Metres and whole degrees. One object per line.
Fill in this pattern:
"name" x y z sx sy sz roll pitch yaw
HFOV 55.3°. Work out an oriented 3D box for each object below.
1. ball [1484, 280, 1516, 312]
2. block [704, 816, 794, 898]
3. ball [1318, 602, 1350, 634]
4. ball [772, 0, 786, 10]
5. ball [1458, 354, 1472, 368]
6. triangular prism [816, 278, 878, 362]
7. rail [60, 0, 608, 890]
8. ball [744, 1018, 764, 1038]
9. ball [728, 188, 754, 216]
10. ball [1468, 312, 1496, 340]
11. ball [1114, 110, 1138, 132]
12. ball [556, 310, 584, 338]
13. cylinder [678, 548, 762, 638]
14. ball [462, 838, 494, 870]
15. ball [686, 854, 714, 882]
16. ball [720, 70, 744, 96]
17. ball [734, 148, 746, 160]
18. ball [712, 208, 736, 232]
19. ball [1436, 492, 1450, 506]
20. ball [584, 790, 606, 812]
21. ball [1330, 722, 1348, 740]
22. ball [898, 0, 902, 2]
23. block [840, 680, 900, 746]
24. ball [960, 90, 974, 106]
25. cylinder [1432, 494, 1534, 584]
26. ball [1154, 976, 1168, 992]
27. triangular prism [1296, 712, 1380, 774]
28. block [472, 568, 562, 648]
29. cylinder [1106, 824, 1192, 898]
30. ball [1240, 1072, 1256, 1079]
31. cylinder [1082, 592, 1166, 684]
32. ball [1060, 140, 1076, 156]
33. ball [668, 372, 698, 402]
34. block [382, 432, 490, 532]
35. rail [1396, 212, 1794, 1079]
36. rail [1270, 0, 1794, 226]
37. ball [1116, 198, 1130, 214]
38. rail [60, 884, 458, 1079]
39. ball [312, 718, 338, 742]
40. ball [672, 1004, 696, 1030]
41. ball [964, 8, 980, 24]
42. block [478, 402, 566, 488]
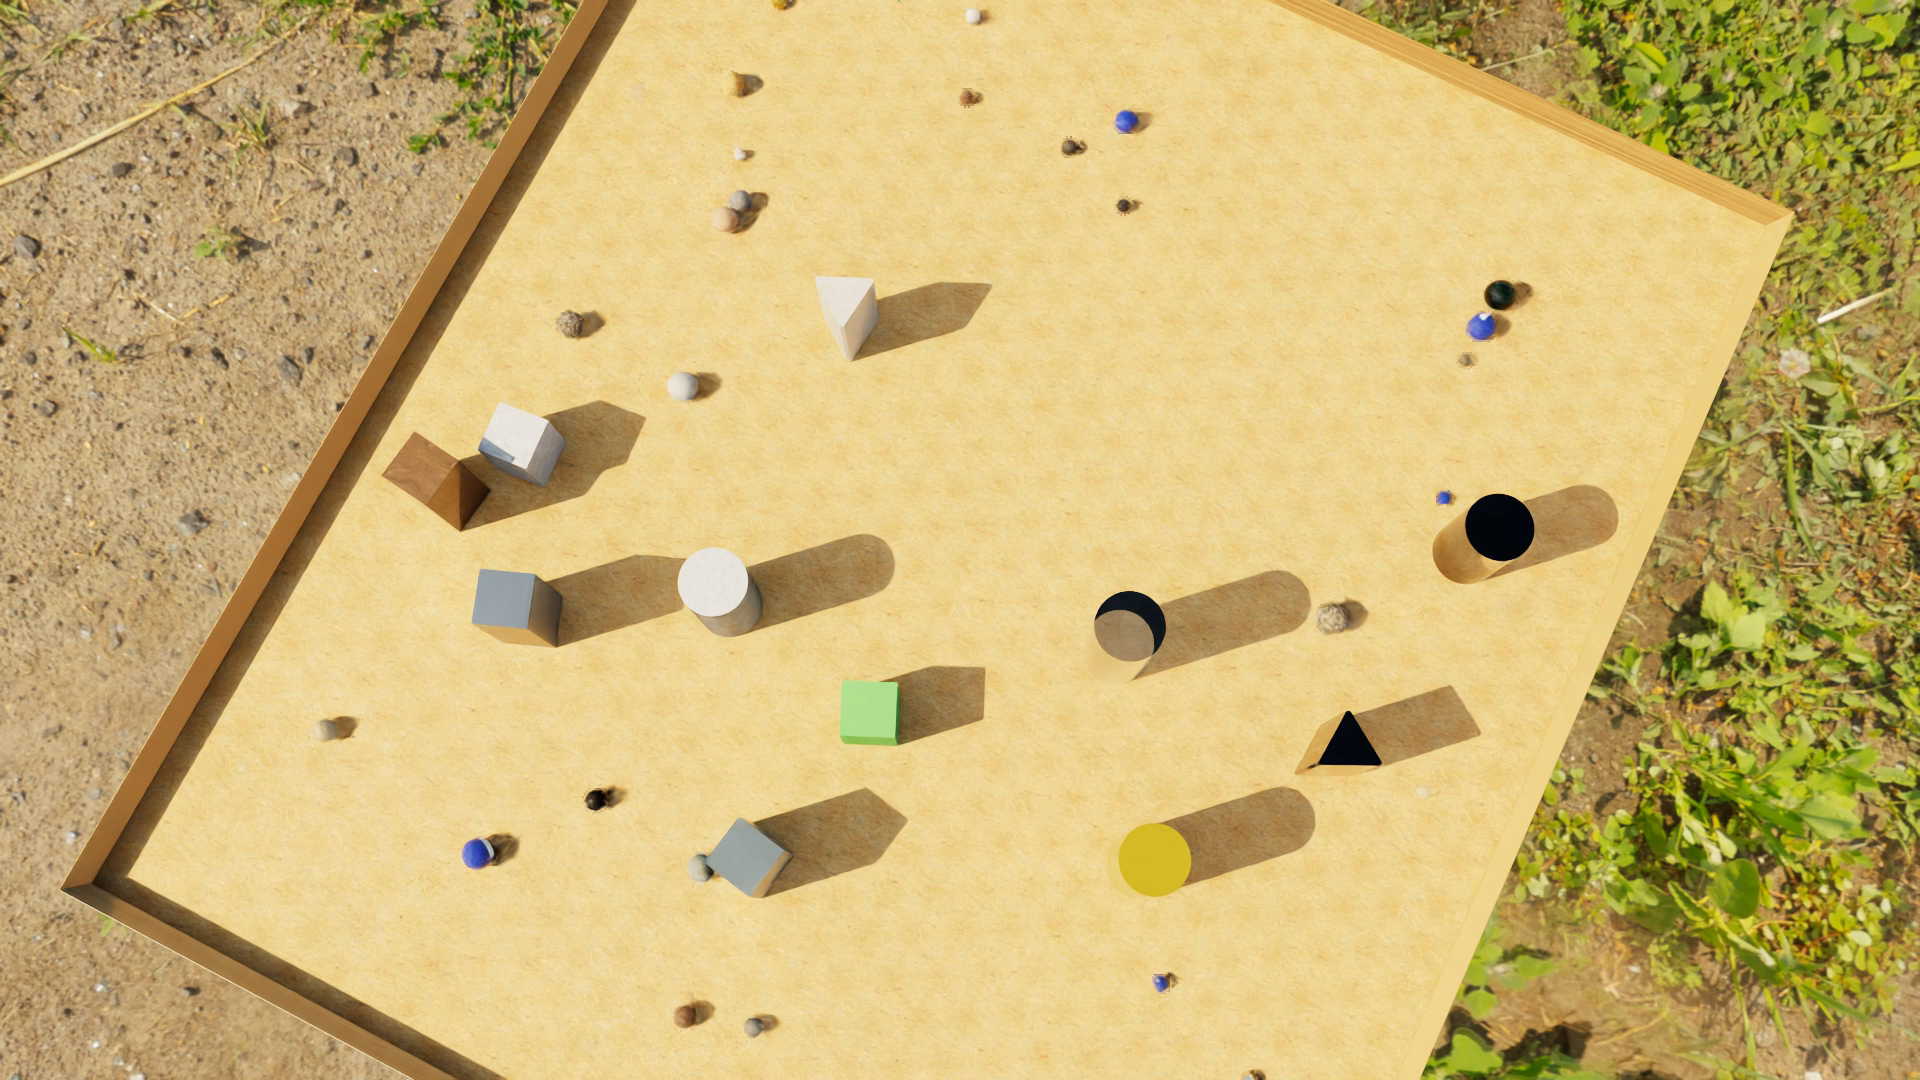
"ball" 1.687 -0.765 5.724 0.099 0.099 0.099 0 78 0
"block" -0.601 0.914 5.258 0.159 0.331 0.159 36 81 7
"ball" 1.125 0.237 5.518 0.097 0.097 0.097 0 78 0
"ball" -0.588 -1.749 5.955 0.047 0.047 0.047 0 78 0
"ball" 1.575 -0.559 5.711 0.042 0.042 0.042 0 78 0
"triangular prism" -0.364 -0.702 5.583 0.149 0.351 0.173 32 80 6
"rail" -1.641 -0.796 5.714 0.045 0.129 4.174 26 80 5
"ball" -0.597 1.408 5.296 0.057 0.057 0.057 0 78 0
"ball" -0.695 -1.071 5.800 0.083 0.083 0.083 0 78 0
"ball" 1.626 -0.665 5.709 0.088 0.088 0.088 0 78 0
"ball" 0.531 -1.340 5.857 0.073 0.073 0.073 0 78 0
"ball" -1.217 -0.672 5.713 0.085 0.085 0.085 0 78 0
"cylinder" -0.700 0.158 5.382 0.199 0.394 0.199 0 78 0
"ball" -1.416 0.921 5.378 0.094 0.094 0.094 0 78 0
"ball" -0.760 0.963 5.375 0.084 0.084 0.084 0 78 0
"ball" -0.731 -1.465 5.880 0.079 0.079 0.079 0 78 0
"ball" -0.704 -1.231 5.851 0.041 0.041 0.041 0 78 0
"ball" -0.744 -1.011 5.783 0.074 0.074 0.074 0 78 0
"ball" 1.484 -0.128 5.622 0.041 0.041 0.041 0 78 0
"ball" -1.079 0.771 5.424 0.064 0.064 0.064 0 78 0
"ball" 1.133 0.571 5.473 0.051 0.051 0.051 0 78 0
"ball" -0.198 -1.792 5.944 0.085 0.085 0.085 0 78 0
"block" -0.263 0.511 5.382 0.159 0.253 0.159 2 78 0
"ball" 0.022 -1.421 5.887 0.047 0.047 0.047 0 78 0
"cylinder" 1.545 0.001 5.427 0.199 0.372 0.199 0 78 0
"ball" 0.584 1.290 5.327 0.045 0.045 0.045 0 78 0
"triangular prism" 1.086 0.588 5.299 0.173 0.384 0.149 0 78 0
"block" -1.296 0.204 5.383 0.159 0.374 0.159 5 78 1
"cylinder" 0.533 0.917 5.215 0.199 0.416 0.199 0 78 0
"ball" 0.827 1.556 5.271 0.047 0.047 0.047 0 78 0
"cylinder" 0.471 0.288 5.308 0.199 0.488 0.199 0 78 0
"ball" 0.348 -1.254 5.850 0.051 0.051 0.051 0 78 0
"ball" -0.857 -0.475 5.667 0.094 0.094 0.094 0 78 0
"block" -1.556 -0.170 5.461 0.159 0.373 0.159 33 80 6
"rail" 1.641 0.810 5.382 0.045 0.129 4.174 26 80 5
"rail" 0.923 -1.800 5.922 3.716 0.129 0.045 26 80 5
"ball" 0.518 -1.060 5.813 0.045 0.045 0.045 0 78 0
"rail" -0.923 1.814 5.174 3.716 0.129 0.045 26 80 5
"ball" -1.894 0.568 5.463 0.070 0.070 0.070 0 78 0
"ball" -0.796 1.379 5.296 0.068 0.068 0.068 0 78 0
"ball" 0.041 -1.699 5.942 0.051 0.051 0.051 0 78 0
"block" -1.325 -0.287 5.551 0.159 0.244 0.159 21 79 4
